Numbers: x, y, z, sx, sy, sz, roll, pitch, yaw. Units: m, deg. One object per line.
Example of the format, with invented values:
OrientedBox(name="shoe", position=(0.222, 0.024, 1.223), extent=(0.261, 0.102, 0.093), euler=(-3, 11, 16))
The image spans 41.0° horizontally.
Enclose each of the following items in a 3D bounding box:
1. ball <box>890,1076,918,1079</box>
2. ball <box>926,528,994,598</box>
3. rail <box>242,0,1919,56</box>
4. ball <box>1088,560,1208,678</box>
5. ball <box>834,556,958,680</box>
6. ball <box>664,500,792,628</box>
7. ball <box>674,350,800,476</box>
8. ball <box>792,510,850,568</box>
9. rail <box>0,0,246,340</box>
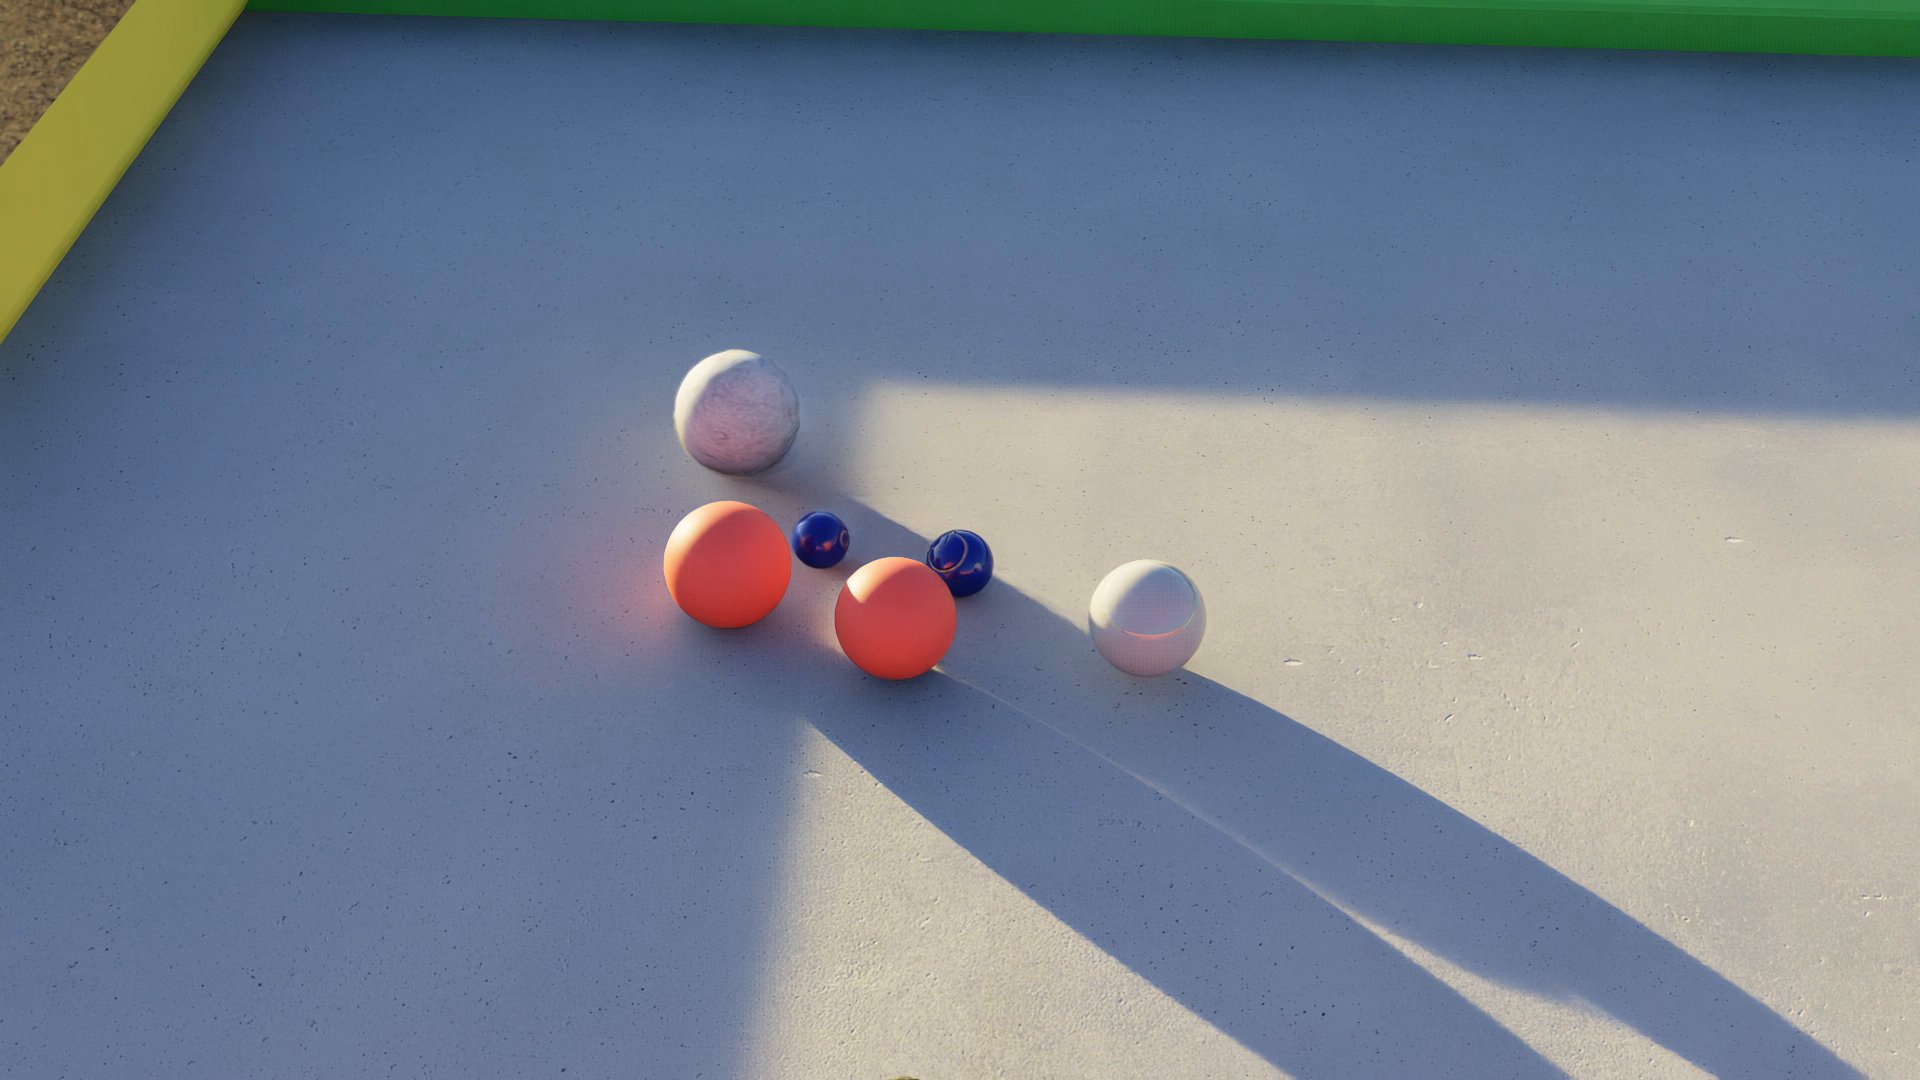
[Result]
OrientedBox(name="ball", position=(-0.030, 0.317, 1.373), extent=(0.058, 0.058, 0.058), euler=(0, 35, 0))
OrientedBox(name="ball", position=(0.000, 0.016, 1.807), extent=(0.048, 0.048, 0.048), euler=(0, 35, 0))
OrientedBox(name="rail", position=(0.869, -0.522, 2.504), extent=(3.232, 0.122, 0.045), euler=(2, 35, 3))
OrientedBox(name="ball", position=(0.126, 0.053, 1.728), extent=(0.080, 0.080, 0.080), euler=(0, 35, 0))
OrientedBox(name="ball", position=(-0.043, 0.053, 1.726), extent=(0.083, 0.083, 0.083), euler=(0, 35, 0))
OrientedBox(name="ball", position=(-0.160, 0.017, 1.771), extent=(0.088, 0.088, 0.088), euler=(0, 35, 0))
OrientedBox(name="ball", position=(-0.167, -0.095, 1.925), extent=(0.094, 0.094, 0.094), euler=(0, 35, 0))
OrientedBox(name="ball", position=(-0.100, 0.000, 1.836), extent=(0.042, 0.042, 0.042), euler=(0, 35, 0))
OrientedBox(name="rail", position=(-0.782, -0.052, 1.837), extent=(0.045, 0.122, 1.899), euler=(2, 35, 3))
